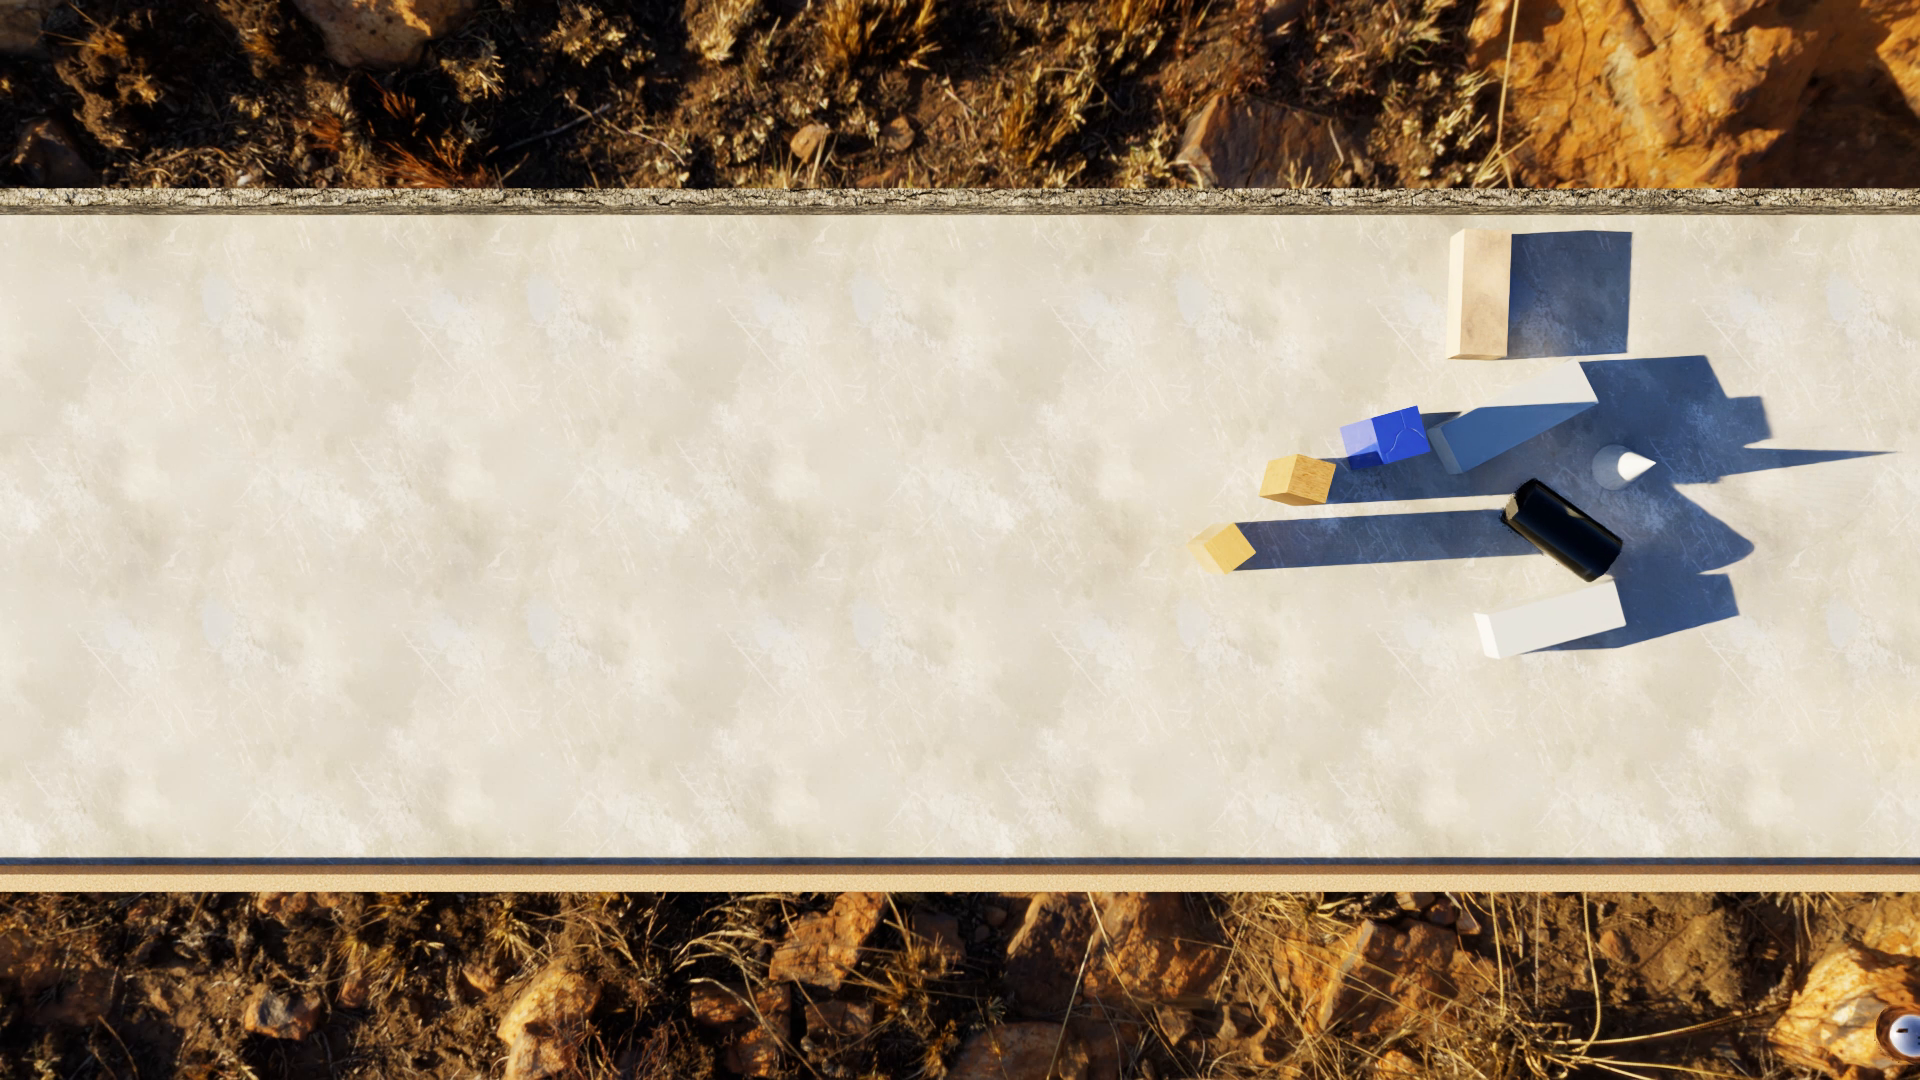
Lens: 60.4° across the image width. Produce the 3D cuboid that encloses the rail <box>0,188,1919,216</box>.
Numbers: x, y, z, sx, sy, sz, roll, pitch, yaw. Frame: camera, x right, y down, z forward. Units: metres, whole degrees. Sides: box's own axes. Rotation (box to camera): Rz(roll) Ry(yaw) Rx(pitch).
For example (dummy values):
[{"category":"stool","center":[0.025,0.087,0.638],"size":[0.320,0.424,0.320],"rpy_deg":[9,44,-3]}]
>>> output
[{"category":"rail","center":[-2.247,-1.025,5.002],"size":[12.000,0.150,0.050],"rpy_deg":[0,90,0]}]

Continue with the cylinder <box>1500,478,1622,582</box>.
[{"category":"cylinder","center":[1.820,-0.029,4.994],"size":[0.316,0.166,0.166],"rpy_deg":[35,90,0]}]

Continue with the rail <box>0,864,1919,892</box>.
[{"category":"rail","center":[-2.247,1.025,5.001],"size":[12.000,0.150,0.050],"rpy_deg":[0,90,0]}]

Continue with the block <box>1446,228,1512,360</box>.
[{"category":"block","center":[1.573,-0.742,5.006],"size":[0.141,0.141,0.375],"rpy_deg":[2,90,0]}]

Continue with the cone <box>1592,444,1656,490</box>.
[{"category":"cone","center":[2.016,-0.224,4.926],"size":[0.142,0.300,0.142],"rpy_deg":[0,90,0]}]

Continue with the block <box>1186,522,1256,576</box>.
[{"category":"block","center":[0.768,0.025,4.886],"size":[0.108,0.381,0.108],"rpy_deg":[-37,90,0]}]

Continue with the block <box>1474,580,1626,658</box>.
[{"category":"block","center":[1.788,0.240,5.008],"size":[0.392,0.136,0.136],"rpy_deg":[-15,90,0]}]

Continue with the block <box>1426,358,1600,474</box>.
[{"category":"block","center":[1.670,-0.373,5.000],"size":[0.456,0.153,0.153],"rpy_deg":[-27,90,0]}]

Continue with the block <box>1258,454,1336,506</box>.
[{"category":"block","center":[0.988,-0.173,4.857],"size":[0.113,0.440,0.113],"rpy_deg":[16,90,0]}]

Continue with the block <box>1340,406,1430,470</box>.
[{"category":"block","center":[1.252,-0.299,4.881],"size":[0.137,0.391,0.137],"rpy_deg":[-16,90,0]}]

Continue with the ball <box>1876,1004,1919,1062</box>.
[{"category":"ball","center":[6.067,3.158,10.569],"size":[0.355,0.355,0.355],"rpy_deg":[0,90,0]}]
